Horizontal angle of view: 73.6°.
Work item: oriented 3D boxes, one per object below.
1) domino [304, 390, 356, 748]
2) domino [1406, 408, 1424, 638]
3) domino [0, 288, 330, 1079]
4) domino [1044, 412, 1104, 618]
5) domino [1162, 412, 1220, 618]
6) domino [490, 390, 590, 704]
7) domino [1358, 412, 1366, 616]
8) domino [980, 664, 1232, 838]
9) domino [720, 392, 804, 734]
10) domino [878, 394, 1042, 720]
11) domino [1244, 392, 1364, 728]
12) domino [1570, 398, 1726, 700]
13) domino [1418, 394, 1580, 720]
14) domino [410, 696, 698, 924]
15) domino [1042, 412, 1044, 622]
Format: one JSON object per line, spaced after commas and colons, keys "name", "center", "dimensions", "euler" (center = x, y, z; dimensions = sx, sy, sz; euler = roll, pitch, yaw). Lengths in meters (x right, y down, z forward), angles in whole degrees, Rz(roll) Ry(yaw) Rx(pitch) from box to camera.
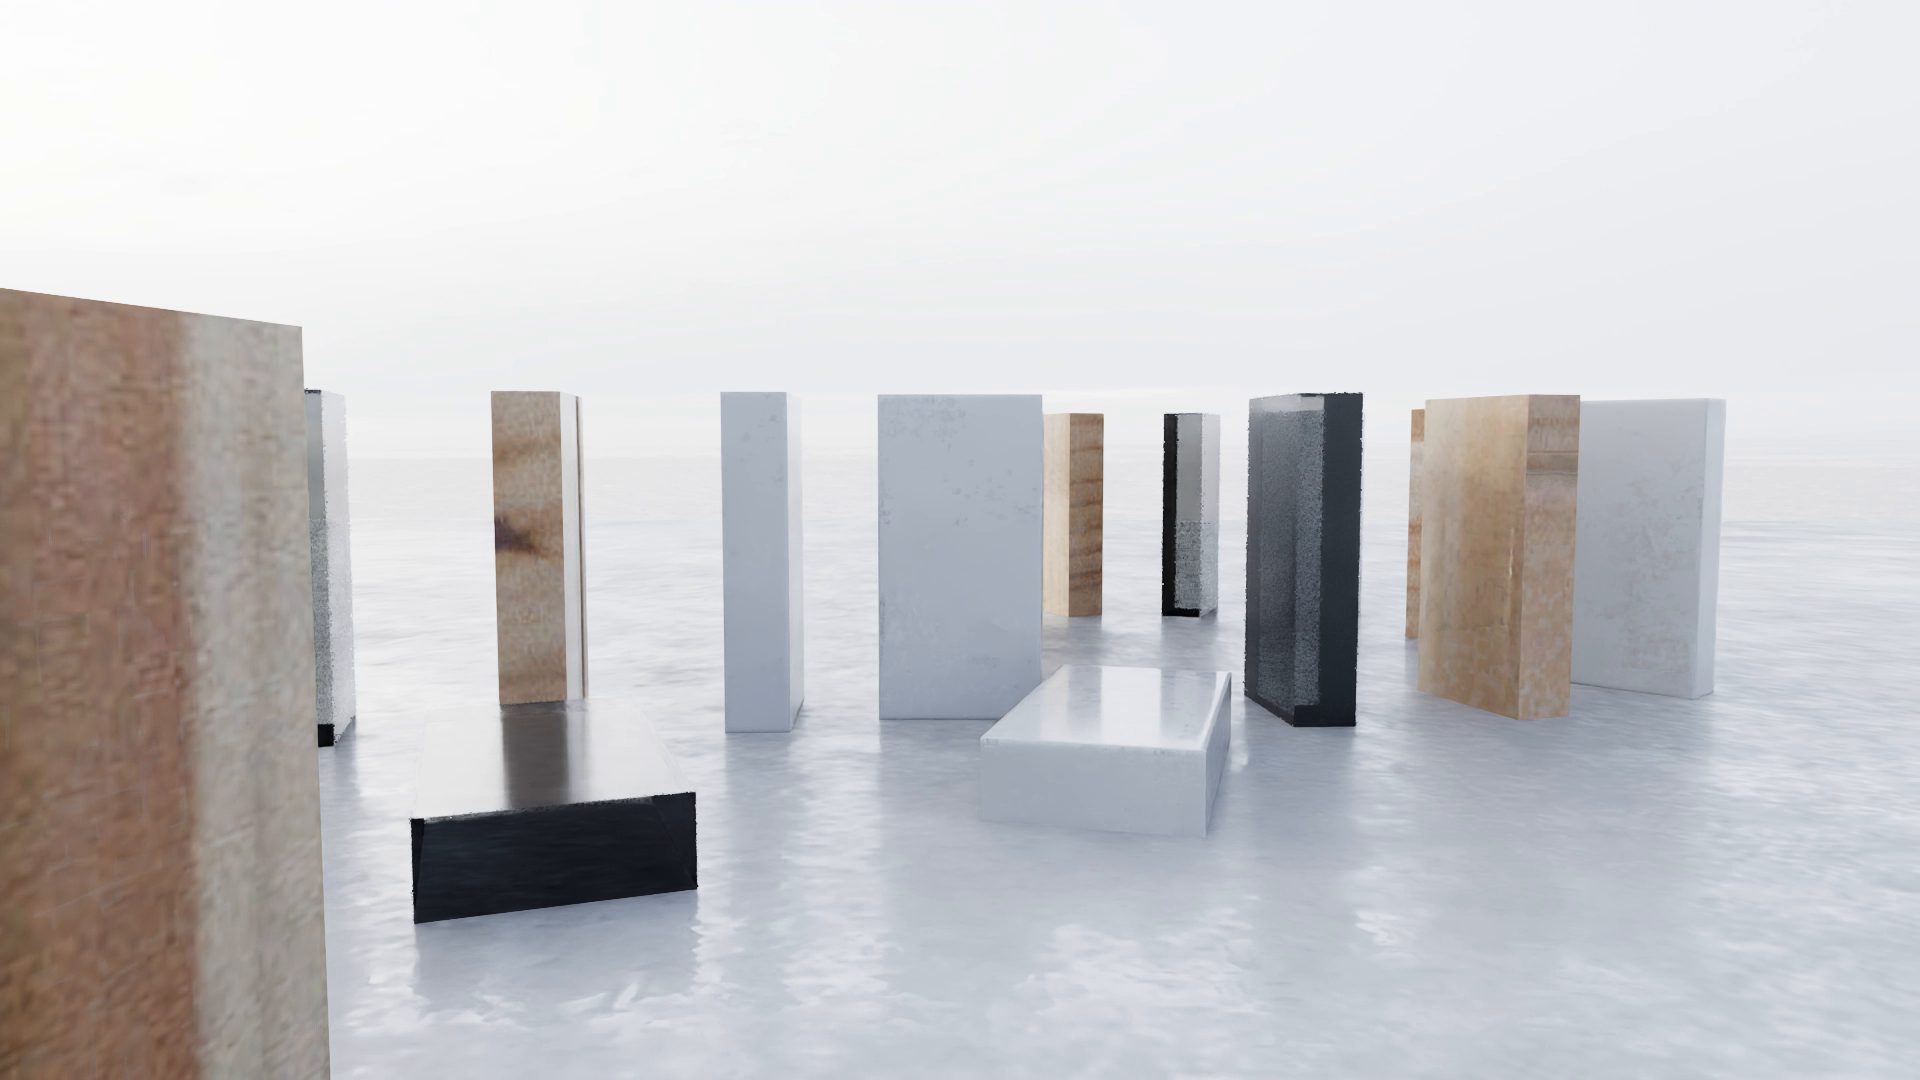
{"name": "domino", "center": [-0.097, 0.003, 0.189], "dimensions": [0.009, 0.050, 0.025], "euler": [-1, 5, -19]}
{"name": "domino", "center": [0.111, -0.004, 0.285], "dimensions": [0.025, 0.050, 0.010], "euler": [-3, 5, -37]}
{"name": "domino", "center": [-0.049, 0.012, 0.073], "dimensions": [0.010, 0.050, 0.025], "euler": [1, 4, 11]}
{"name": "domino", "center": [0.026, -0.007, 0.327], "dimensions": [0.010, 0.050, 0.025], "euler": [-2, 5, -23]}
{"name": "domino", "center": [0.059, -0.007, 0.326], "dimensions": [0.009, 0.050, 0.025], "euler": [2, 5, 21]}
{"name": "domino", "center": [-0.064, 0.003, 0.197], "dimensions": [0.009, 0.050, 0.025], "euler": [-1, 4, -9]}
{"name": "domino", "center": [0.088, -0.006, 0.309], "dimensions": [0.010, 0.050, 0.025], "euler": [3, 5, 38]}
{"name": "domino", "center": [0.021, 0.025, 0.166], "dimensions": [0.025, 0.010, 0.050], "euler": [1, 4, 15]}
{"name": "domino", "center": [-0.030, 0.003, 0.200], "dimensions": [0.009, 0.050, 0.025], "euler": [0, 4, -2]}
{"name": "domino", "center": [0.000, 0.002, 0.201], "dimensions": [0.025, 0.050, 0.010], "euler": [0, 4, 0]}
{"name": "domino", "center": [0.054, 0.002, 0.204], "dimensions": [0.009, 0.050, 0.025], "euler": [0, 4, -5]}
{"name": "domino", "center": [0.117, 0.001, 0.224], "dimensions": [0.010, 0.050, 0.025], "euler": [-4, 6, -42]}
{"name": "domino", "center": [0.087, 0.002, 0.209], "dimensions": [0.010, 0.050, 0.025], "euler": [-1, 4, -16]}
{"name": "domino", "center": [-0.046, 0.027, 0.141], "dimensions": [0.025, 0.010, 0.050], "euler": [-2, 5, -21]}
{"name": "domino", "center": [0.006, -0.005, 0.301], "dimensions": [0.025, 0.050, 0.010], "euler": [1, 4, 18]}
